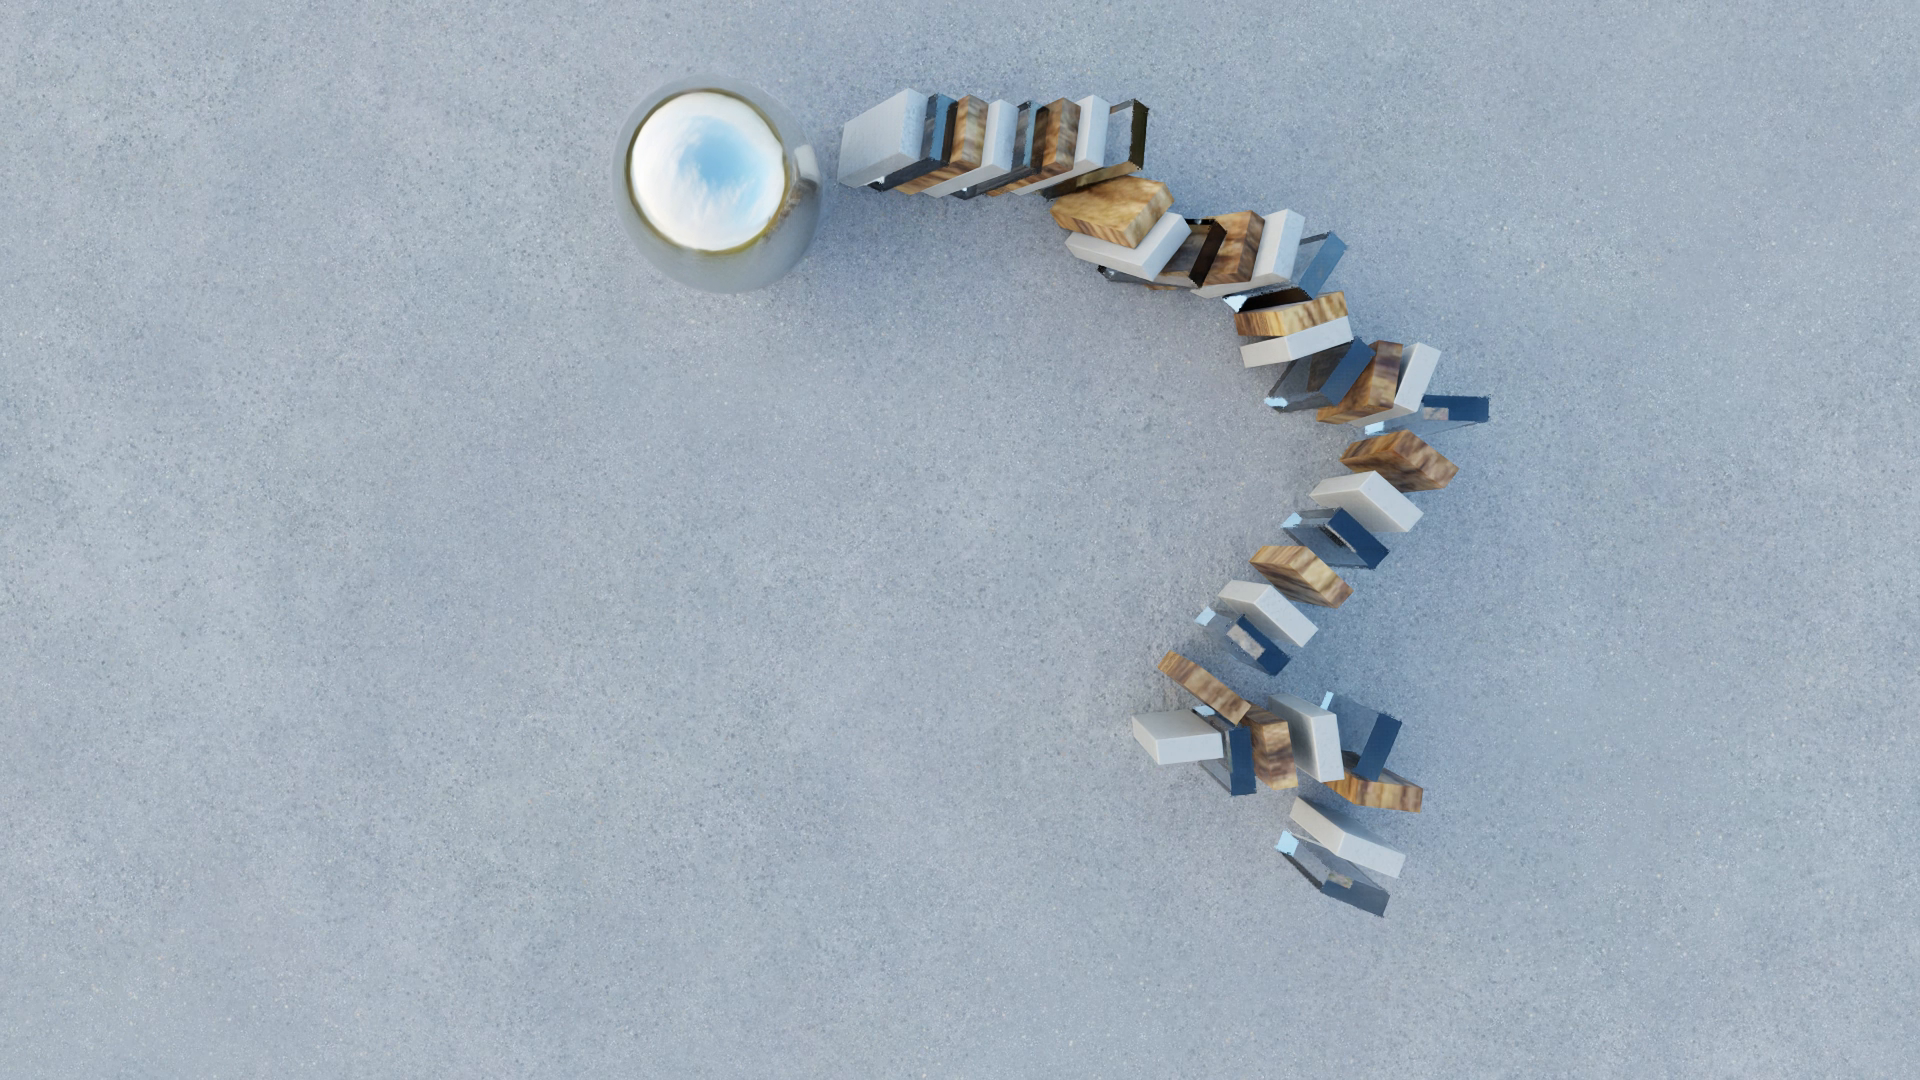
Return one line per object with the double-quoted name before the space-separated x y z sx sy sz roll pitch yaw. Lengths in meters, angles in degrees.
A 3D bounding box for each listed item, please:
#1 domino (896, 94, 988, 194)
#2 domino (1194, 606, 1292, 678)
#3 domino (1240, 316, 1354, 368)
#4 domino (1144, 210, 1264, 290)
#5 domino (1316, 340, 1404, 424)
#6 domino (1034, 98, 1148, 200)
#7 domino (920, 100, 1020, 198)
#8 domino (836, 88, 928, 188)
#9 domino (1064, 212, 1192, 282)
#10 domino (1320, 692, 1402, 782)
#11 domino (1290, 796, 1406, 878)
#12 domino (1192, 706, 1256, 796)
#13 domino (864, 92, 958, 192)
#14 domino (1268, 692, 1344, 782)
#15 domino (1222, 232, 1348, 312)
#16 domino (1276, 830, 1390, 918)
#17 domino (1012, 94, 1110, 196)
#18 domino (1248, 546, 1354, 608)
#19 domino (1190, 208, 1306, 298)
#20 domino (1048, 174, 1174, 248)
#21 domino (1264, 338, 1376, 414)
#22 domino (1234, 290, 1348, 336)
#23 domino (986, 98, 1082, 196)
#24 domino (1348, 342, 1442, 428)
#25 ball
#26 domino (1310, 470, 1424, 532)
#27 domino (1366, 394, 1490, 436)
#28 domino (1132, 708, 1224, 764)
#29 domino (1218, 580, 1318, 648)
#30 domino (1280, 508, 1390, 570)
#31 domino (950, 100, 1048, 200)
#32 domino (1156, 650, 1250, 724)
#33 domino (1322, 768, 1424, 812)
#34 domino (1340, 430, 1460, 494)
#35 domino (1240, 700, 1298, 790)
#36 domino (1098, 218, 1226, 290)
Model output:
"domino" -0.009 -0.162 0.377 0.009 0.050 0.025 7 90 -37
"domino" 0.114 0.041 0.375 0.025 0.050 0.009 42 90 0
"domino" 0.136 -0.080 0.375 0.025 0.050 0.009 -18 98 0
"domino" 0.099 -0.118 0.378 0.010 0.050 0.025 14 90 -39
"domino" 0.162 -0.063 0.375 0.010 0.050 0.025 9 90 -1
"domino" 0.053 -0.160 0.378 0.010 0.050 0.025 7 87 -42
"domino" 0.003 -0.160 0.377 0.010 0.050 0.025 7 91 -37
"domino" -0.033 -0.164 0.377 0.010 0.050 0.025 8 90 -37
"domino" 0.068 -0.125 0.378 0.025 0.050 0.010 -52 132 1
"domino" 0.160 0.079 0.375 0.010 0.050 0.025 23 90 0
"domino" 0.157 0.121 0.375 0.025 0.050 0.009 21 90 0
"domino" 0.107 0.085 0.375 0.010 0.050 0.025 -6 90 0
"domino" -0.021 -0.163 0.377 0.009 0.050 0.025 8 90 -37
"domino" 0.141 0.080 0.375 0.009 0.050 0.025 -8 90 0
"domino" 0.131 -0.108 0.374 0.010 0.050 0.025 35 87 -19
"domino" 0.151 0.135 0.375 0.025 0.050 0.009 22 90 0
"domino" 0.039 -0.161 0.377 0.010 0.050 0.025 7 90 -37
"domino" 0.138 0.014 0.375 0.025 0.050 0.010 43 90 0
"domino" 0.117 -0.116 0.375 0.010 0.050 0.025 14 90 -24
"domino" 0.062 -0.138 0.378 0.025 0.050 0.010 -50 132 0
"domino" 0.146 -0.066 0.375 0.010 0.050 0.025 36 90 -7
"domino" 0.134 -0.092 0.375 0.025 0.050 0.010 -18 103 0
"domino" 0.027 -0.160 0.377 0.009 0.050 0.025 7 91 -37
"domino" 0.175 -0.062 0.375 0.010 0.050 0.025 22 90 0
"ball" -0.094 -0.138 0.360 0.080 0.080 0.080 0 90 0
"domino" 0.165 -0.015 0.375 0.025 0.050 0.009 41 90 0
"domino" 0.190 -0.050 0.375 0.025 0.050 0.009 2 90 0
"domino" 0.088 0.080 0.375 0.025 0.050 0.009 -6 90 0
"domino" 0.125 0.029 0.375 0.025 0.050 0.009 42 90 0
"domino" 0.152 -0.001 0.375 0.025 0.050 0.010 42 90 0
"domino" 0.015 -0.159 0.377 0.010 0.050 0.025 7 90 -37
"domino" 0.099 0.059 0.375 0.025 0.050 0.010 38 90 0
"domino" 0.164 0.098 0.375 0.025 0.050 0.010 7 90 0
"domino" 0.178 -0.031 0.375 0.025 0.050 0.010 37 90 0
"domino" 0.122 0.083 0.375 0.009 0.050 0.025 -10 90 0
"domino" 0.082 -0.119 0.378 0.010 0.050 0.025 25 90 -41
